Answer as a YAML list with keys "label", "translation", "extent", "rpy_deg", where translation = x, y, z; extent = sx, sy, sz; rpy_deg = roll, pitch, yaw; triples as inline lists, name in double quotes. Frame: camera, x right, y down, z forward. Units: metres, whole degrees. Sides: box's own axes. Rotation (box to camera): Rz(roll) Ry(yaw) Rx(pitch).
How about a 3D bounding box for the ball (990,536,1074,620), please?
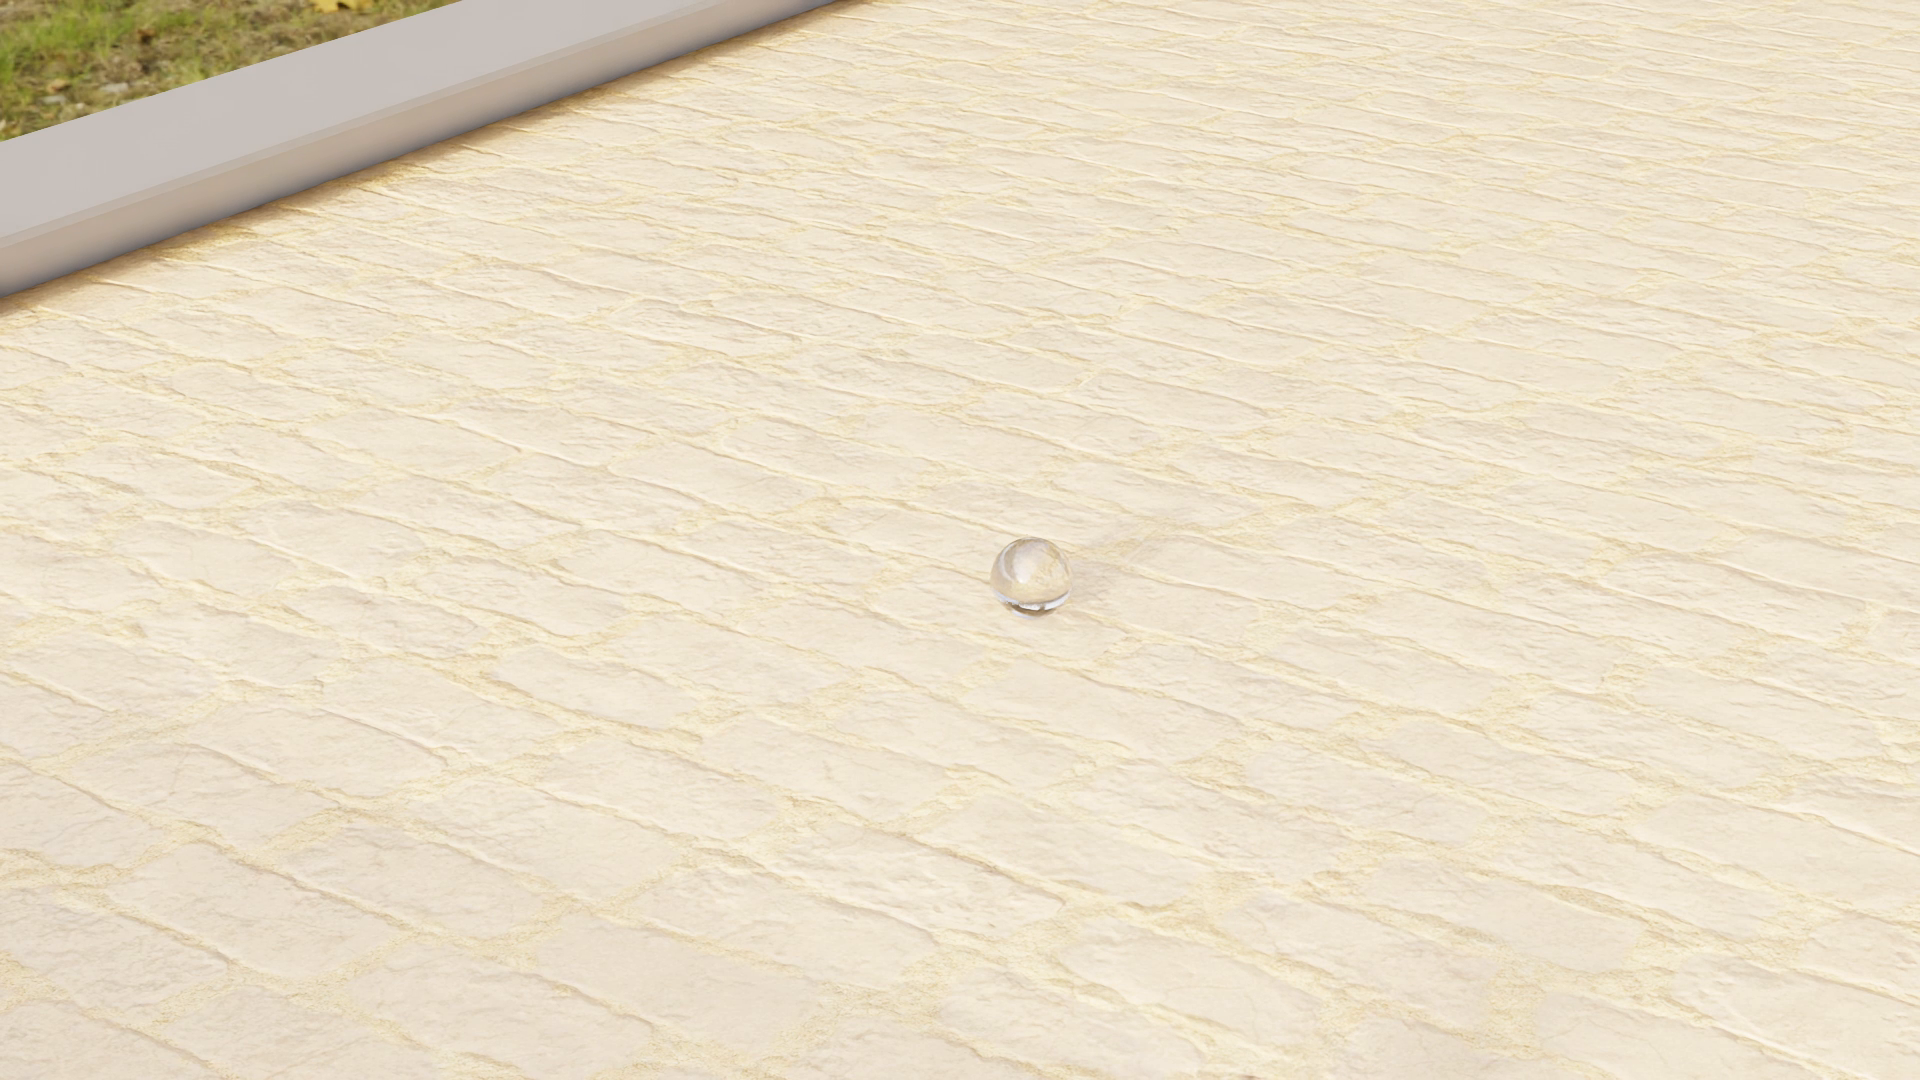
- label: "ball"
  translation: [0.044, 0.023, 1.812]
  extent: [0.051, 0.051, 0.051]
  rpy_deg: [0, 25, 0]

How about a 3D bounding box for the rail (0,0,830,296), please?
- label: "rail"
  translation: [-0.256, -0.548, 2.959]
  extent: [0.045, 0.121, 3.543]
  rpy_deg: [16, 29, 30]
